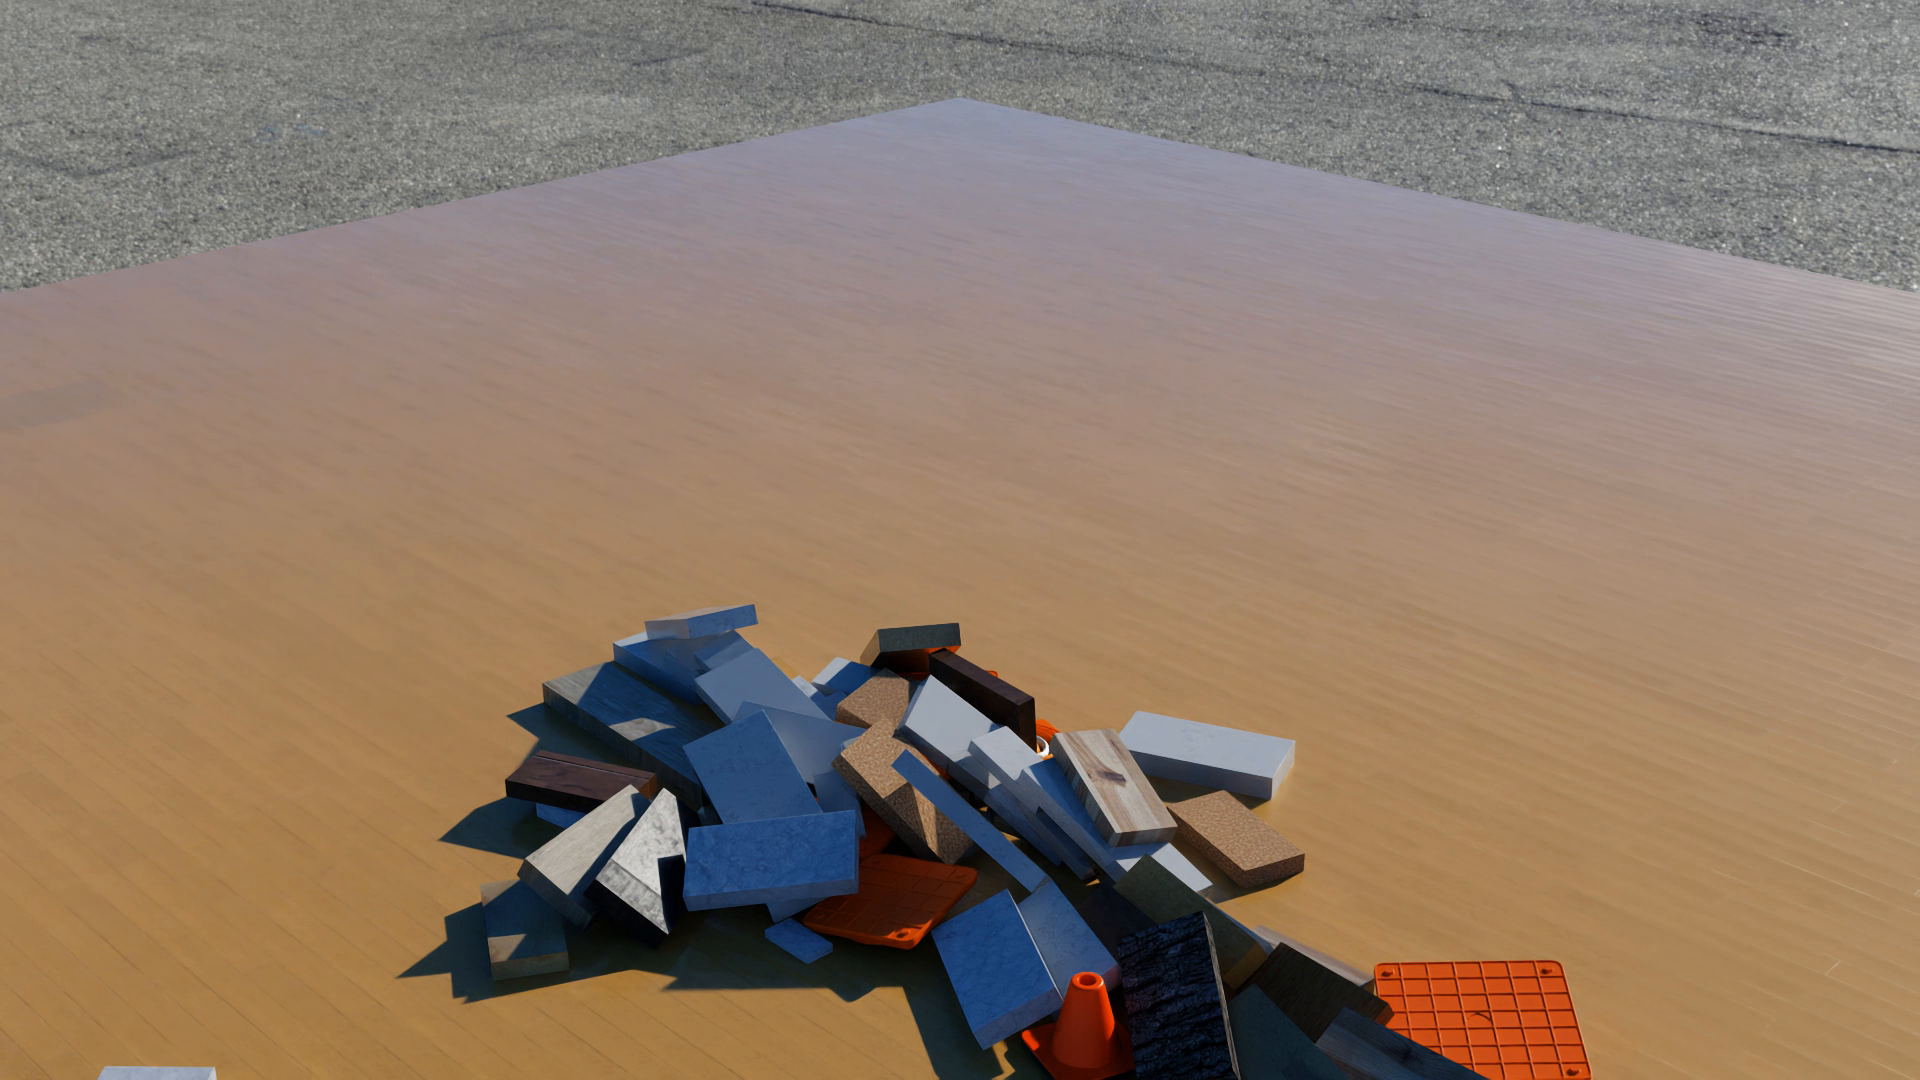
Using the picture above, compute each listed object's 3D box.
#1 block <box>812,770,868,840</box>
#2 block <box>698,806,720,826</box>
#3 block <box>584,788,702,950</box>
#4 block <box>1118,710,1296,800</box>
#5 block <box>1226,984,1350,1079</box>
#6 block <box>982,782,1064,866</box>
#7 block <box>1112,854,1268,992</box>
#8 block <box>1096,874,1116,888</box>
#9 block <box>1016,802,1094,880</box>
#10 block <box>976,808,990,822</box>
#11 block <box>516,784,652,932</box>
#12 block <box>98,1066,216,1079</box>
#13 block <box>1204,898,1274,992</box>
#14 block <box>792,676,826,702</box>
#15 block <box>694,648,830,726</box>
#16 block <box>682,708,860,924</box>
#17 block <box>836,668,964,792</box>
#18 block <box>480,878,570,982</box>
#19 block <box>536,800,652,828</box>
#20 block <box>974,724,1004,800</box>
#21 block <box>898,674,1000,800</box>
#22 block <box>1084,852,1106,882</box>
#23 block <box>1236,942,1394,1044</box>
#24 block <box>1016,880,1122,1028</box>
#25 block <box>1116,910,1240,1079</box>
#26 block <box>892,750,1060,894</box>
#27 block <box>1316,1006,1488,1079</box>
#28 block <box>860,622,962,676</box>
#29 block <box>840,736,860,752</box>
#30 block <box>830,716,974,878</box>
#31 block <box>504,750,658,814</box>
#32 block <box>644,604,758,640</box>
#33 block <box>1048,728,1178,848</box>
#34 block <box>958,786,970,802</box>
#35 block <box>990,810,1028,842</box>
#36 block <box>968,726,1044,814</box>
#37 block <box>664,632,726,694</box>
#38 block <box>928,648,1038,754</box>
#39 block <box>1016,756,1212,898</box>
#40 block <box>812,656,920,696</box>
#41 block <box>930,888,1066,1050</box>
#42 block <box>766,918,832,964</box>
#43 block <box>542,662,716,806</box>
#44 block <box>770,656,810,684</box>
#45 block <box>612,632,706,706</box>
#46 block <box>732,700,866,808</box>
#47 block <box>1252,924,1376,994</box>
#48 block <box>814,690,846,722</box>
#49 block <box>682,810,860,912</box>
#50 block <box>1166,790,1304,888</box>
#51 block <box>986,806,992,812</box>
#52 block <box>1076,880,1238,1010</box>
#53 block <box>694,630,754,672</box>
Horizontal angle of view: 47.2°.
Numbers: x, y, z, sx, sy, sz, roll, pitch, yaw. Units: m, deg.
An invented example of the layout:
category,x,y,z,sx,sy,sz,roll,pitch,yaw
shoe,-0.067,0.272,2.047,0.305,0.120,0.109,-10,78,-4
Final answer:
category,x,y,z,sx,sy,sz,roll,pitch,yaw
block,-0.233,0.519,4.273,0.076,0.022,0.152,-16,57,0
block,-0.452,0.563,4.278,0.120,0.017,0.060,30,17,-31
block,-0.565,0.613,4.133,0.167,0.047,0.333,38,28,-3
block,0.511,0.451,4.635,0.352,0.050,0.176,9,25,21
block,0.505,0.871,3.559,0.169,0.048,0.338,-33,31,-10
block,0.153,0.549,4.328,0.202,0.029,0.101,40,39,21
block,0.379,0.707,3.920,0.169,0.048,0.338,-44,36,-9
block,0.309,0.658,4.157,0.091,0.013,0.045,13,38,25
block,0.211,0.569,4.281,0.101,0.029,0.202,-16,50,-41
block,0.033,0.564,4.410,0.122,0.017,0.061,14,27,29
block,-0.670,0.600,4.176,0.166,0.047,0.333,38,32,11
block,-1.325,0.902,3.603,0.183,0.026,0.091,0,23,1
block,0.438,0.720,3.938,0.124,0.035,0.248,-45,39,-12
block,-0.303,0.386,4.694,0.215,0.030,0.108,37,42,19
block,-0.409,0.354,4.608,0.158,0.045,0.360,-26,35,-20
block,-0.368,0.524,4.229,0.176,0.050,0.459,-24,45,-12
block,-0.084,0.393,4.562,0.316,0.045,0.158,29,43,25
block,-0.802,0.709,4.041,0.135,0.038,0.271,-6,24,-14
block,-0.705,0.551,4.413,0.271,0.038,0.135,16,28,33
block,0.061,0.451,4.475,0.076,0.022,0.168,11,56,-25
block,0.018,0.414,4.418,0.290,0.041,0.145,38,45,-10
block,0.270,0.615,4.211,0.045,0.091,0.013,-22,-9,-41
block,0.606,0.794,3.762,0.124,0.035,0.248,-45,40,-18
block,0.170,0.730,3.902,0.145,0.041,0.290,-36,30,-5
block,0.362,0.785,3.676,0.159,0.045,0.350,-21,35,11
block,0.030,0.539,4.141,0.362,0.043,0.151,40,-4,21
block,0.803,0.927,3.429,0.602,0.048,0.169,21,56,41
block,-0.113,0.247,4.866,0.176,0.050,0.352,-4,-12,-10
block,-0.167,0.455,4.323,0.076,0.022,0.152,-19,68,-34
block,-0.095,0.498,4.282,0.302,0.043,0.151,46,43,5
block,-0.766,0.495,4.446,0.271,0.038,0.135,9,25,20
block,-0.590,0.187,4.986,0.160,0.045,0.320,-12,2,-25
block,0.294,0.477,4.258,0.139,0.039,0.278,-2,39,-28
block,-0.080,0.453,4.553,0.127,0.036,0.254,-7,41,-18
block,0.120,0.566,4.341,0.122,0.017,0.061,22,22,-9
block,0.119,0.453,4.340,0.101,0.029,0.202,-17,48,-42
block,-0.493,0.316,4.871,0.160,0.045,0.320,-21,43,-41
block,0.047,0.351,4.618,0.043,0.151,0.302,-21,31,-32
block,0.293,0.561,4.209,0.139,0.039,0.404,-16,47,-41
block,-0.183,0.330,4.785,0.254,0.036,0.127,15,28,18
block,0.062,0.748,3.858,0.159,0.045,0.319,-28,26,-2
block,-0.295,0.731,4.015,0.060,0.017,0.120,-21,30,-40
block,-0.664,0.410,4.734,0.167,0.047,0.619,-19,29,-37
block,-0.378,0.335,4.801,0.108,0.030,0.215,-18,41,-37
block,-0.636,0.283,5.036,0.160,0.045,0.320,-20,30,-39
block,-0.317,0.428,4.404,0.316,0.045,0.158,12,48,16
block,0.596,0.768,3.905,0.248,0.035,0.124,20,30,39
block,-0.219,0.424,4.614,0.127,0.036,0.254,-21,50,-41
block,-0.348,0.595,4.084,0.319,0.045,0.159,-7,44,5
block,0.539,0.586,4.329,0.139,0.039,0.278,-11,26,-25
block,0.122,0.553,4.434,0.122,0.017,0.061,15,27,31
block,0.316,0.747,3.853,0.145,0.041,0.377,-44,36,-9
block,-0.477,0.284,4.799,0.108,0.030,0.215,-31,46,-24
